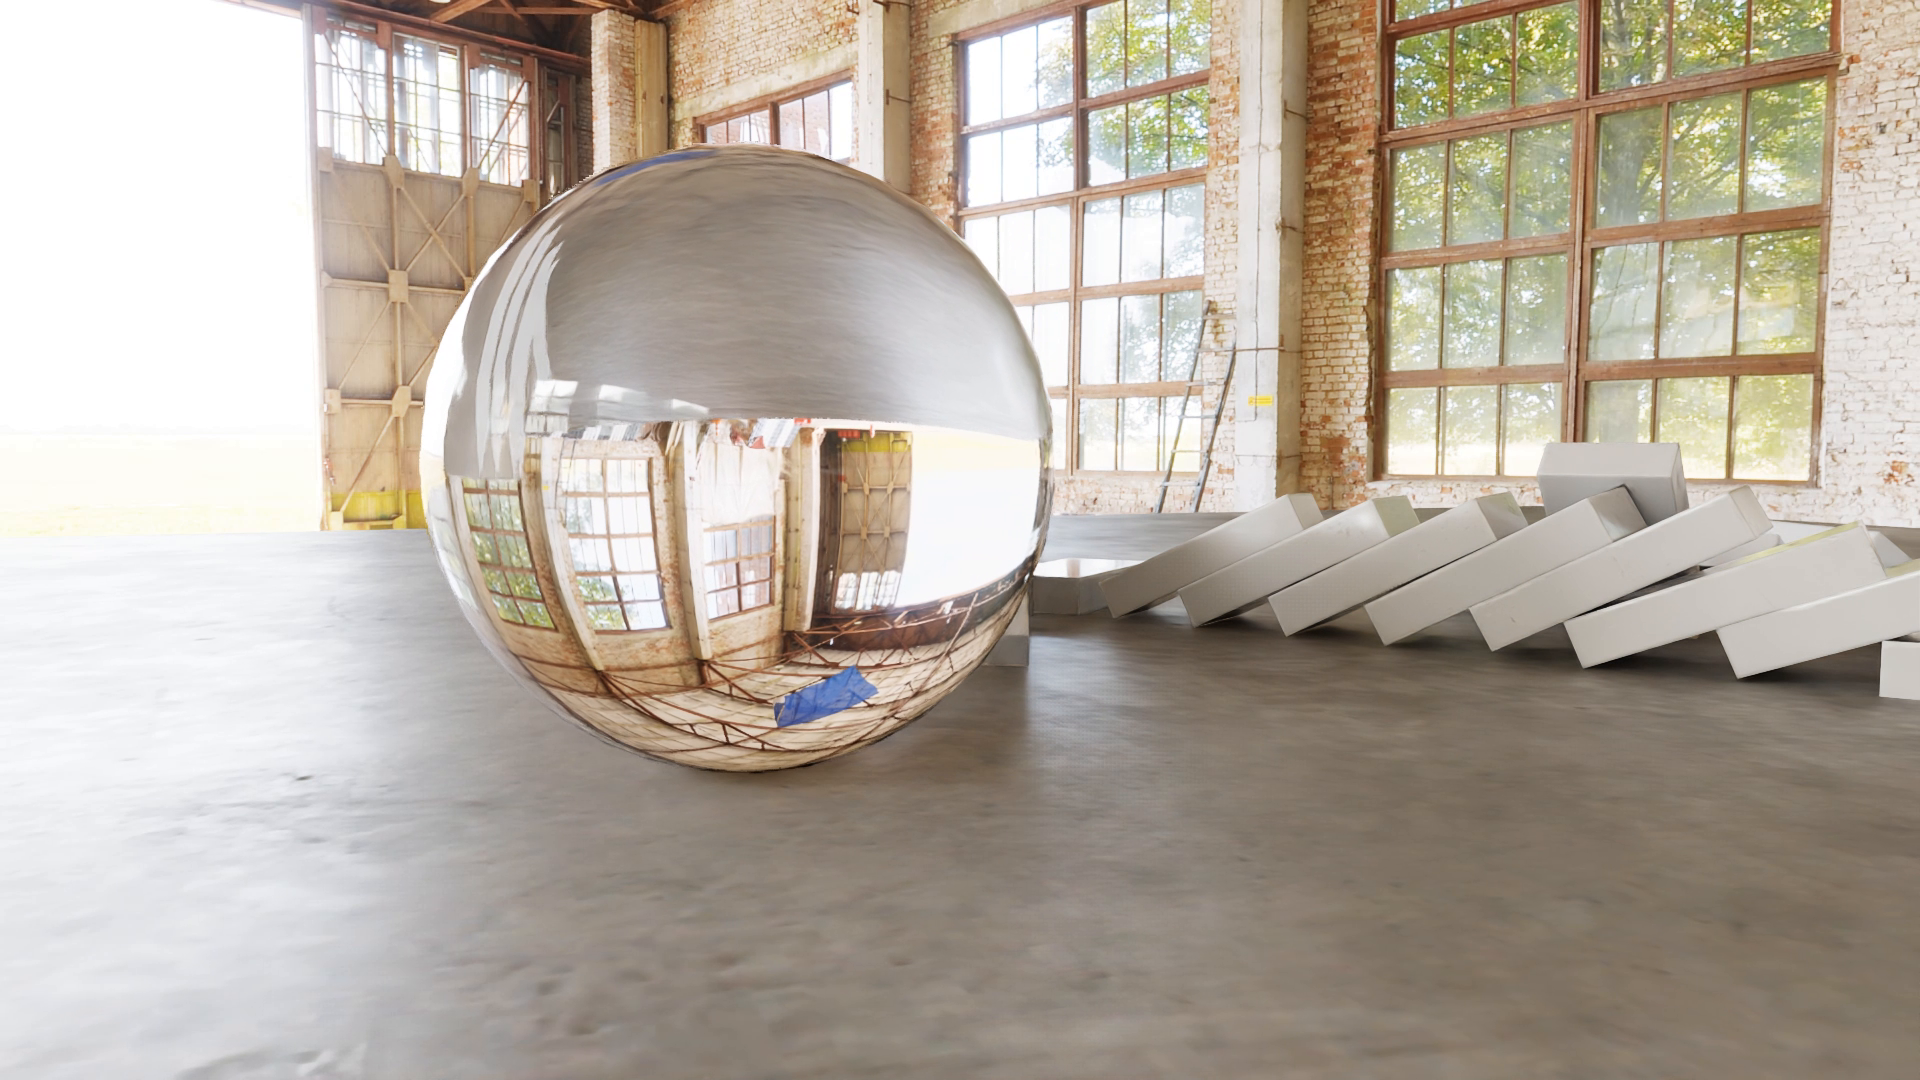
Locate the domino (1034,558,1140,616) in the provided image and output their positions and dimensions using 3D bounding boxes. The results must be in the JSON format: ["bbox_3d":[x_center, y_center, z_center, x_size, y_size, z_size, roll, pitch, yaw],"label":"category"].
[{"bbox_3d":[0.031,0.012,0.345,0.025,0.009,0.050,2,5,29],"label":"domino"}]

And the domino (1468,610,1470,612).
[{"bbox_3d":[0.147,0.010,0.312,0.050,0.010,0.025,1,-18,13],"label":"domino"}]

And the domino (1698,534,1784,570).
[{"bbox_3d":[0.180,0.008,0.321,0.025,0.010,0.050,38,-20,-34],"label":"domino"}]

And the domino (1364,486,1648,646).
[{"bbox_3d":[0.112,0.006,0.264,0.025,0.009,0.050,-10,-18,-48],"label":"domino"}]

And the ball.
[{"bbox_3d":[-0.027,-0.010,0.168,0.080,0.080,0.080,0,4,0],"label":"ball"}]

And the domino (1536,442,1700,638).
[{"bbox_3d":[0.143,0.000,0.276,0.025,0.050,0.010,4,49,40],"label":"domino"}]

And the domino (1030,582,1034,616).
[{"bbox_3d":[0.003,0.004,0.324,0.025,0.009,0.050,-5,24,-2],"label":"domino"}]

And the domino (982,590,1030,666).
[{"bbox_3d":[0.002,0.003,0.260,0.025,0.009,0.050,0,46,3],"label":"domino"}]

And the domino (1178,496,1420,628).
[{"bbox_3d":[0.078,0.005,0.295,0.050,0.009,0.025,-29,-13,34],"label":"domino"}]

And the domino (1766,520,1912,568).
[{"bbox_3d":[0.209,0.008,0.306,0.025,0.009,0.050,40,5,-1],"label":"domino"}]

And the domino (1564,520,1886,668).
[{"bbox_3d":[0.142,0.010,0.240,0.050,0.009,0.025,-26,-11,34],"label":"domino"}]

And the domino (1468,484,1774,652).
[{"bbox_3d":[0.128,0.006,0.249,0.050,0.009,0.025,-33,-15,36],"label":"domino"}]

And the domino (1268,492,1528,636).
[{"bbox_3d":[0.095,0.005,0.279,0.050,0.009,0.025,-32,-15,36],"label":"domino"}]

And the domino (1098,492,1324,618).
[{"bbox_3d":[0.061,0.004,0.309,0.050,0.009,0.025,-27,-10,26],"label":"domino"}]

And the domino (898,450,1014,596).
[{"bbox_3d":[0.000,0.000,0.289,0.025,0.009,0.050,0,46,2],"label":"domino"}]

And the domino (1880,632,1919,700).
[{"bbox_3d":[0.183,0.022,0.212,0.050,0.010,0.025,3,5,36],"label":"domino"}]

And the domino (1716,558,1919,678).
[{"bbox_3d":[0.163,0.010,0.223,0.050,0.009,0.025,-27,-13,41],"label":"domino"}]
